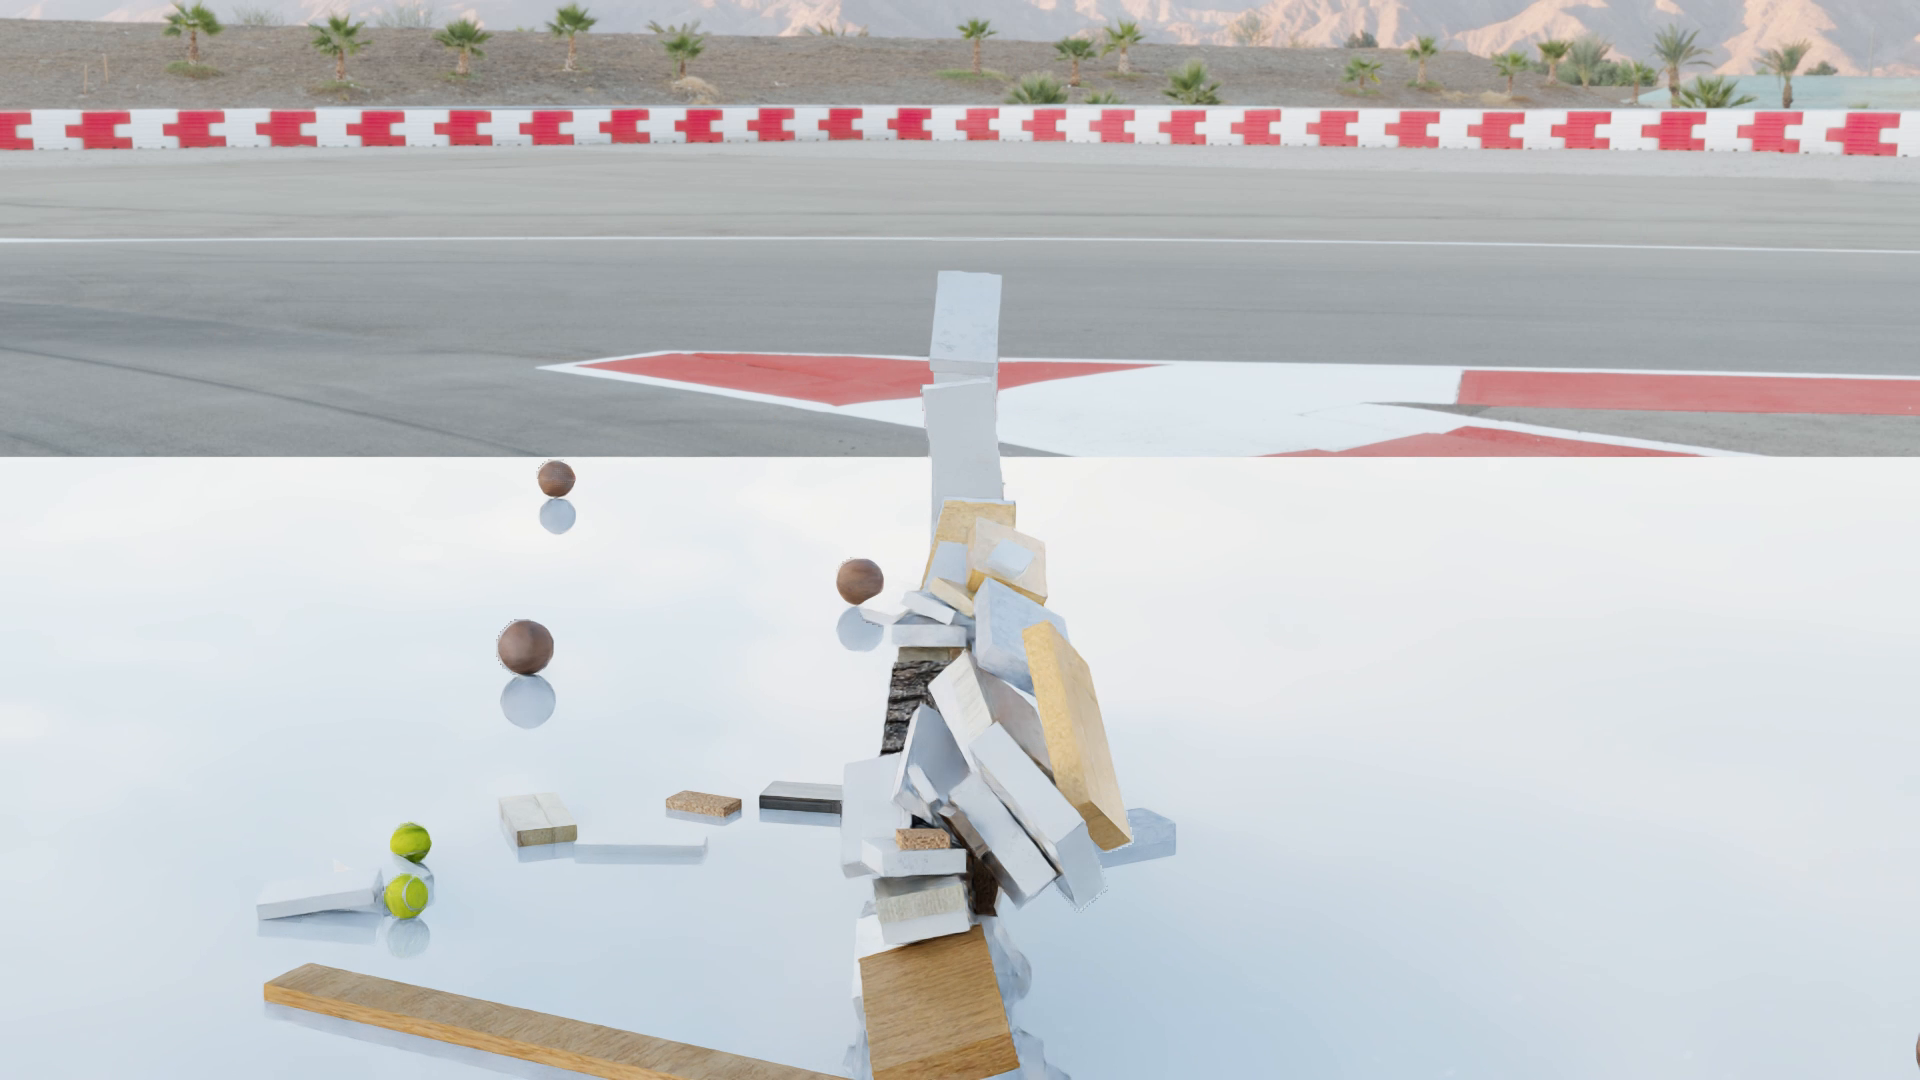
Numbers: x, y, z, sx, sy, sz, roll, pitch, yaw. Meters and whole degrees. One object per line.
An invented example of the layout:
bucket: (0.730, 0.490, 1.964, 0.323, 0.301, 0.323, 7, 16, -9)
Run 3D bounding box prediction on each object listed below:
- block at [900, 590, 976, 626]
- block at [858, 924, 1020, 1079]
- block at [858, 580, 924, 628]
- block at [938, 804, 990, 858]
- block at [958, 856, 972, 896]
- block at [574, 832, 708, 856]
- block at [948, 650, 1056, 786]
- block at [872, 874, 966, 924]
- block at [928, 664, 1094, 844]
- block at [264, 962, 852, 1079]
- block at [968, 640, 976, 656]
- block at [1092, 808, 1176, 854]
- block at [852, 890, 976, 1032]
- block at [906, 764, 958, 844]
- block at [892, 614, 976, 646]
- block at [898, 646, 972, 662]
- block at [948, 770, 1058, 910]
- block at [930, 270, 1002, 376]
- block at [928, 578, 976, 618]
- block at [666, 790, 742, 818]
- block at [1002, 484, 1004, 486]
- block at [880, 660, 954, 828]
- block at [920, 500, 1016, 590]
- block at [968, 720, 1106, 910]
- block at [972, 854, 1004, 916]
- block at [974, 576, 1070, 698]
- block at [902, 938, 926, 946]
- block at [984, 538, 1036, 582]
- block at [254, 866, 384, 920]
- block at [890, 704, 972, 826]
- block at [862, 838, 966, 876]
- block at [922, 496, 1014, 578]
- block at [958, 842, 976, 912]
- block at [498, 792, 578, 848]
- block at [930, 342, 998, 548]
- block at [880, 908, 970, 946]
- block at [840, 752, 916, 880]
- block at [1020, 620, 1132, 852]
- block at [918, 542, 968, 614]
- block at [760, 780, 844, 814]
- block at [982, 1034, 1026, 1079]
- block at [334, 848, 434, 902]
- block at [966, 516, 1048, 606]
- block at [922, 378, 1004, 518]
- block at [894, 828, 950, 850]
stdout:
block: (-0.028, 0.117, 3.777, 0.093, 0.026, 0.186, 23, 4, 16)
block: (-0.033, 0.610, 2.852, 0.175, 0.050, 0.350, -16, 13, -2)
block: (-0.112, 0.125, 4.283, 0.107, 0.030, 0.240, -29, 12, -16)
block: (0.004, 0.400, 3.035, 0.019, 0.068, 0.136, -37, 2, -8)
block: (-0.030, 0.530, 3.401, 0.085, 0.024, 0.169, -15, 4, 6)
block: (-0.564, 0.538, 3.897, 0.227, 0.018, 0.064, 0, 11, 2)
block: (0.069, 0.283, 3.371, 0.154, 0.044, 0.309, 41, 8, -17)
block: (-0.060, 0.494, 3.072, 0.118, 0.033, 0.236, -10, -1, -4)
block: (0.074, 0.345, 3.417, 0.179, 0.051, 0.374, 39, 9, -28)
block: (-0.562, 0.693, 3.043, 0.971, 0.027, 0.094, 5, 12, 26)
block: (-0.033, 0.240, 3.872, 0.128, 0.036, 0.256, 1, 22, 2)
block: (0.269, 0.523, 3.945, 0.213, 0.030, 0.107, -6, 12, -28)
block: (-0.062, 0.605, 3.194, 0.175, 0.050, 0.350, -15, 8, 1)
block: (-0.039, 0.394, 3.249, 0.019, 0.136, 0.068, -30, 53, -8)
block: (-0.041, 0.160, 3.897, 0.128, 0.036, 0.256, 1, 2, 6)
block: (-0.042, 0.278, 3.710, 0.128, 0.036, 0.256, -1, 39, 0)
block: (0.056, 0.437, 3.165, 0.051, 0.179, 0.357, -37, -9, -8)
block: (0.013, -0.457, 4.613, 0.135, 0.038, 0.270, 4, 49, 1)
block: (0.027, 0.108, 3.789, 0.093, 0.026, 0.186, 33, 7, 25)
block: (-0.481, 0.495, 4.131, 0.128, 0.018, 0.064, 5, 12, 26)
block: (0.032, -0.018, 4.498, 0.102, 0.204, 0.029, 5, -10, 1)
block: (-0.071, 0.349, 3.554, 0.111, 0.031, 0.431, -3, 38, 7)
block: (0.016, 0.034, 4.074, 0.137, 0.039, 0.305, 4, 36, 8)
block: (0.109, 0.383, 3.016, 0.051, 0.179, 0.357, -39, -23, -9)
block: (0.030, 0.515, 3.634, 0.108, 0.030, 0.215, 3, 50, 16)
block: (0.103, 0.164, 3.561, 0.154, 0.044, 0.309, 29, 16, -10)
block: (-0.056, 0.565, 3.128, 0.049, 0.014, 0.097, -21, 7, 8)
block: (0.088, 0.034, 3.859, 0.064, 0.018, 0.128, 26, 19, 5)
block: (-1.045, 0.576, 3.593, 0.187, 0.027, 0.094, -8, 15, -4)
block: (-0.037, 0.357, 3.453, 0.111, 0.031, 0.221, 30, 31, -10)
block: (-0.069, 0.455, 3.171, 0.118, 0.033, 0.236, -1, -3, -10)
block: (0.019, 0.015, 4.168, 0.137, 0.039, 0.275, 3, 36, 8)
block: (-0.022, 0.534, 3.593, 0.085, 0.024, 0.169, -9, 48, 6)
block: (-0.773, 0.509, 4.020, 0.107, 0.030, 0.213, -4, 11, -20)
block: (0.007, -0.042, 4.611, 0.135, 1.025, 0.038, 0, -20, 2)
block: (-0.052, 0.527, 3.099, 0.118, 0.033, 0.236, -10, -1, -3)
block: (-0.125, 0.424, 3.410, 0.111, 0.031, 0.221, -13, 37, 9)
block: (0.169, 0.284, 3.208, 0.044, 0.309, 0.154, -23, -37, 15)
block: (-0.010, 0.072, 3.967, 0.093, 0.026, 0.186, 6, 37, 10)
block: (-0.253, 0.487, 4.149, 0.233, 0.027, 0.094, 2, 11, 12)
block: (-0.001, 0.722, 2.747, 0.175, 0.050, 0.464, 9, 10, -4)
block: (-0.977, 0.566, 3.727, 0.094, 0.027, 0.187, -9, 14, -39)
block: (0.083, 0.044, 3.913, 0.137, 0.039, 0.275, 21, 19, -7)
block: (0.009, -0.182, 4.393, 0.135, 0.270, 0.038, -7, 18, 2)
block: (-0.054, 0.426, 3.137, 0.068, 0.019, 0.136, -1, -3, -6)
